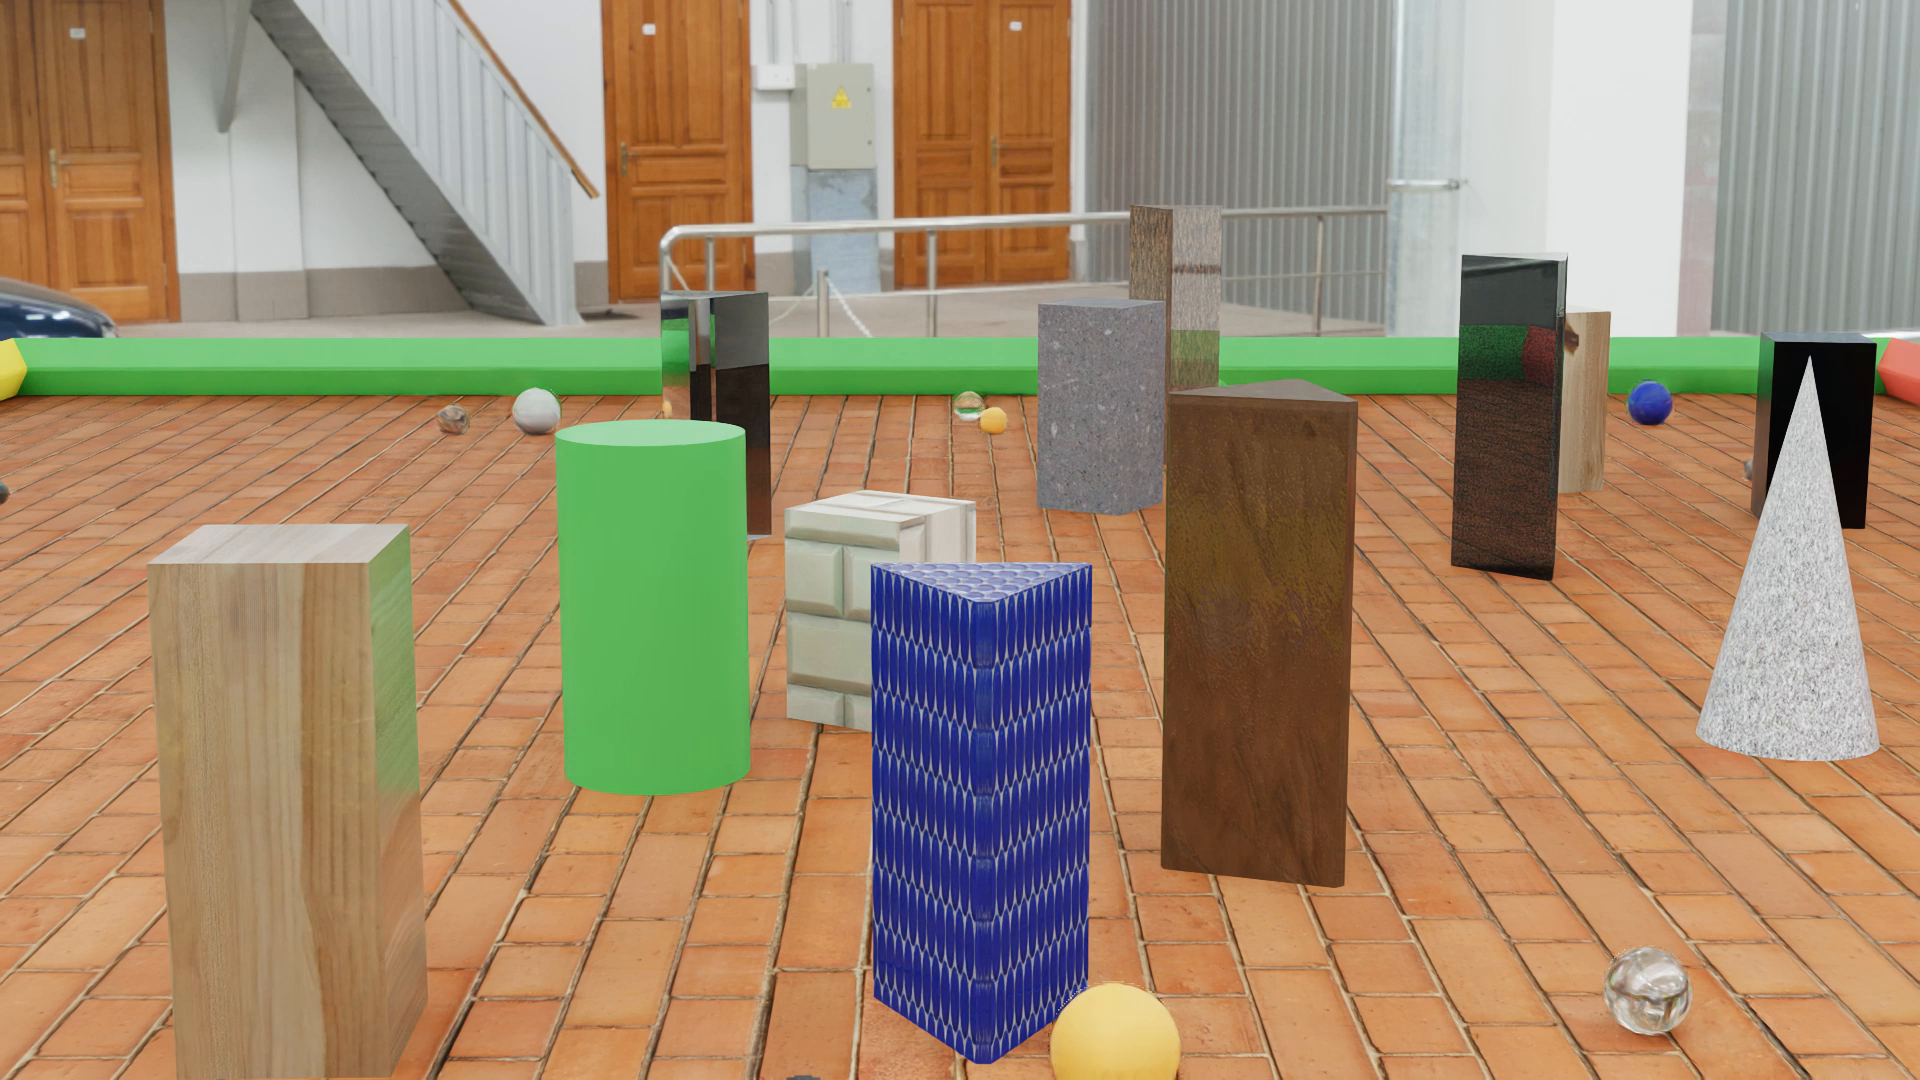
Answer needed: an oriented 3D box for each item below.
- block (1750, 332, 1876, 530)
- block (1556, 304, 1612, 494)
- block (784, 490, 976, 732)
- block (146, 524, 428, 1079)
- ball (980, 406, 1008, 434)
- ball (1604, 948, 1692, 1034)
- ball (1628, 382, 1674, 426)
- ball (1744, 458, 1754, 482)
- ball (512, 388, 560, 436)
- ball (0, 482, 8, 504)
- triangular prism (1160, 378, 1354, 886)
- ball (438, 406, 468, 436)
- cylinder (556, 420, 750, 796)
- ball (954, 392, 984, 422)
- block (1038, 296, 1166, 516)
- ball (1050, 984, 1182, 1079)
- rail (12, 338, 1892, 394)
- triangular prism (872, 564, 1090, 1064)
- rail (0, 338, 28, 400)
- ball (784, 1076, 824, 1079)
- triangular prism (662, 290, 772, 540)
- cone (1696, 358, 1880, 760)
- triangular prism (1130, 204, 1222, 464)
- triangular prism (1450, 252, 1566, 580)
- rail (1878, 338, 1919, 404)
[{"bbox_3d":[1.369,-0.179,4.123,0.154,0.295,0.154,2,11,9],"label":"block"},{"bbox_3d":[1.012,-0.246,4.448,0.154,0.310,0.154,-3,11,-18],"label":"block"},{"bbox_3d":[-0.089,0.078,2.895,0.154,0.239,0.154,7,12,32],"label":"block"},{"bbox_3d":[-0.493,0.190,1.906,0.154,0.382,0.154,0,11,-1],"label":"block"},{"bbox_3d":[0.066,-0.236,5.090,0.055,0.055,0.055,0,11,0],"label":"ball"},{"bbox_3d":[0.522,0.343,1.949,0.065,0.065,0.065,0,11,0],"label":"ball"},{"bbox_3d":[1.403,-0.277,5.216,0.090,0.090,0.090,0,11,0],"label":"ball"},{"bbox_3d":[1.400,-0.122,4.510,0.044,0.044,0.044,0,11,0],"label":"ball"},{"bbox_3d":[-0.839,-0.254,5.080,0.094,0.094,0.094,0,11,0],"label":"ball"},{"bbox_3d":[-1.608,-0.078,4.275,0.042,0.042,0.042,0,11,0],"label":"ball"},{"bbox_3d":[0.288,0.078,2.353,0.167,0.438,0.145,4,11,20],"label":"triangular prism"},{"bbox_3d":[-1.003,-0.236,5.072,0.061,0.061,0.061,0,11,0],"label":"ball"},{"bbox_3d":[-0.315,0.065,2.648,0.193,0.356,0.193,0,11,0],"label":"cylinder"},{"bbox_3d":[0.018,-0.274,5.275,0.062,0.062,0.062,0,11,0],"label":"ball"},{"bbox_3d":[0.234,-0.225,4.255,0.154,0.338,0.154,7,12,31],"label":"block"},{"bbox_3d":[0.109,0.357,1.798,0.092,0.092,0.092,0,11,0],"label":"ball"},{"bbox_3d":[-0.013,-0.383,5.682,4.173,0.125,0.045,0,11,0],"label":"rail"},{"bbox_3d":[0.038,0.196,1.966,0.145,0.348,0.167,-6,12,-30],"label":"triangular prism"},{"bbox_3d":[-2.063,0.034,3.437,0.045,0.125,4.589,0,11,0],"label":"rail"},{"bbox_3d":[-0.102,0.388,1.676,0.075,0.075,0.075,0,11,0],"label":"ball"},{"bbox_3d":[-0.404,-0.190,3.954,0.145,0.381,0.167,8,13,38],"label":"triangular prism"},{"bbox_3d":[0.905,0.009,2.770,0.193,0.421,0.193,0,11,0],"label":"cone"},{"bbox_3d":[0.376,-0.388,4.780,0.145,0.466,0.167,8,13,38],"label":"triangular prism"},{"bbox_3d":[0.831,-0.186,3.725,0.167,0.455,0.145,10,15,44],"label":"triangular prism"},{"bbox_3d":[2.063,0.030,3.461,0.045,0.125,4.589,0,11,0],"label":"rail"}]
